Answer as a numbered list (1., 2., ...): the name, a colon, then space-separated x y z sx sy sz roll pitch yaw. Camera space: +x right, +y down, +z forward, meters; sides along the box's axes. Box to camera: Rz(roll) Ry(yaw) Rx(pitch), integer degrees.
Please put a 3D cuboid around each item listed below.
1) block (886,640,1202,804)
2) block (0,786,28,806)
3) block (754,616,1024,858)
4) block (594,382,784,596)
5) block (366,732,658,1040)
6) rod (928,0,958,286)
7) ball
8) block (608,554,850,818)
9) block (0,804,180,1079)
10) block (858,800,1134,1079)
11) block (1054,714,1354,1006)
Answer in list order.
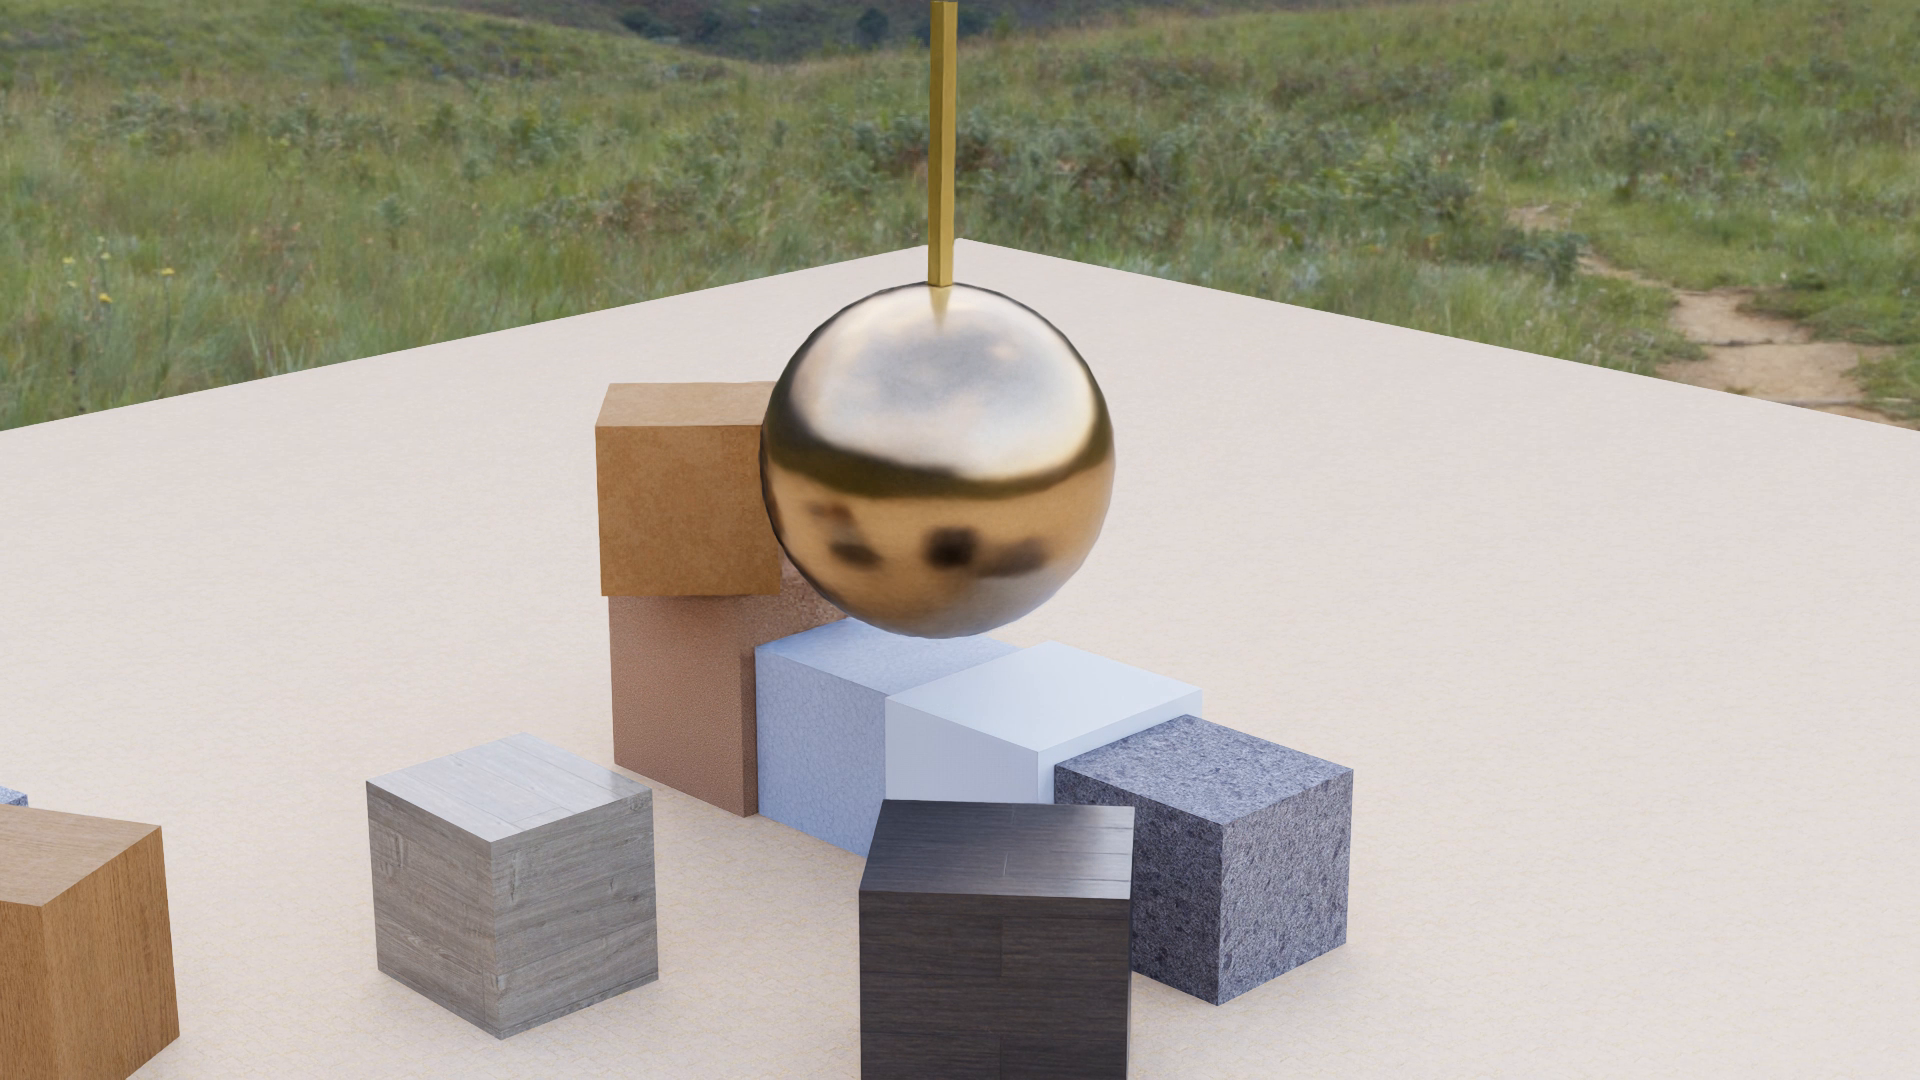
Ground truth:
1. block: 0.380 1.115 13.304 0.937 0.896 1.088 16 24 42
2. block: -4.491 1.424 12.824 0.587 0.593 0.607 11 20 31
3. block: -0.306 0.926 13.973 1.002 0.855 0.879 17 24 42
4. block: -1.272 -0.253 13.976 0.833 0.822 0.801 0 17 -2
5. block: -1.880 1.432 12.334 0.809 0.871 0.902 -16 23 -41
6. rod: -0.044 -3.617 12.159 0.080 5.200 0.080 17 23 42
7. ball: -0.101 -0.357 13.123 1.600 1.600 1.600 0 17 0
8. block: -1.036 0.581 14.595 1.002 1.140 0.994 -17 24 -42
9. block: -3.670 1.655 11.536 0.783 0.925 0.808 5 18 17
10. block: 0.160 1.650 11.470 1.010 0.973 0.888 1 17 4
11. block: 1.044 1.358 12.667 0.863 0.813 0.940 -17 24 -42
